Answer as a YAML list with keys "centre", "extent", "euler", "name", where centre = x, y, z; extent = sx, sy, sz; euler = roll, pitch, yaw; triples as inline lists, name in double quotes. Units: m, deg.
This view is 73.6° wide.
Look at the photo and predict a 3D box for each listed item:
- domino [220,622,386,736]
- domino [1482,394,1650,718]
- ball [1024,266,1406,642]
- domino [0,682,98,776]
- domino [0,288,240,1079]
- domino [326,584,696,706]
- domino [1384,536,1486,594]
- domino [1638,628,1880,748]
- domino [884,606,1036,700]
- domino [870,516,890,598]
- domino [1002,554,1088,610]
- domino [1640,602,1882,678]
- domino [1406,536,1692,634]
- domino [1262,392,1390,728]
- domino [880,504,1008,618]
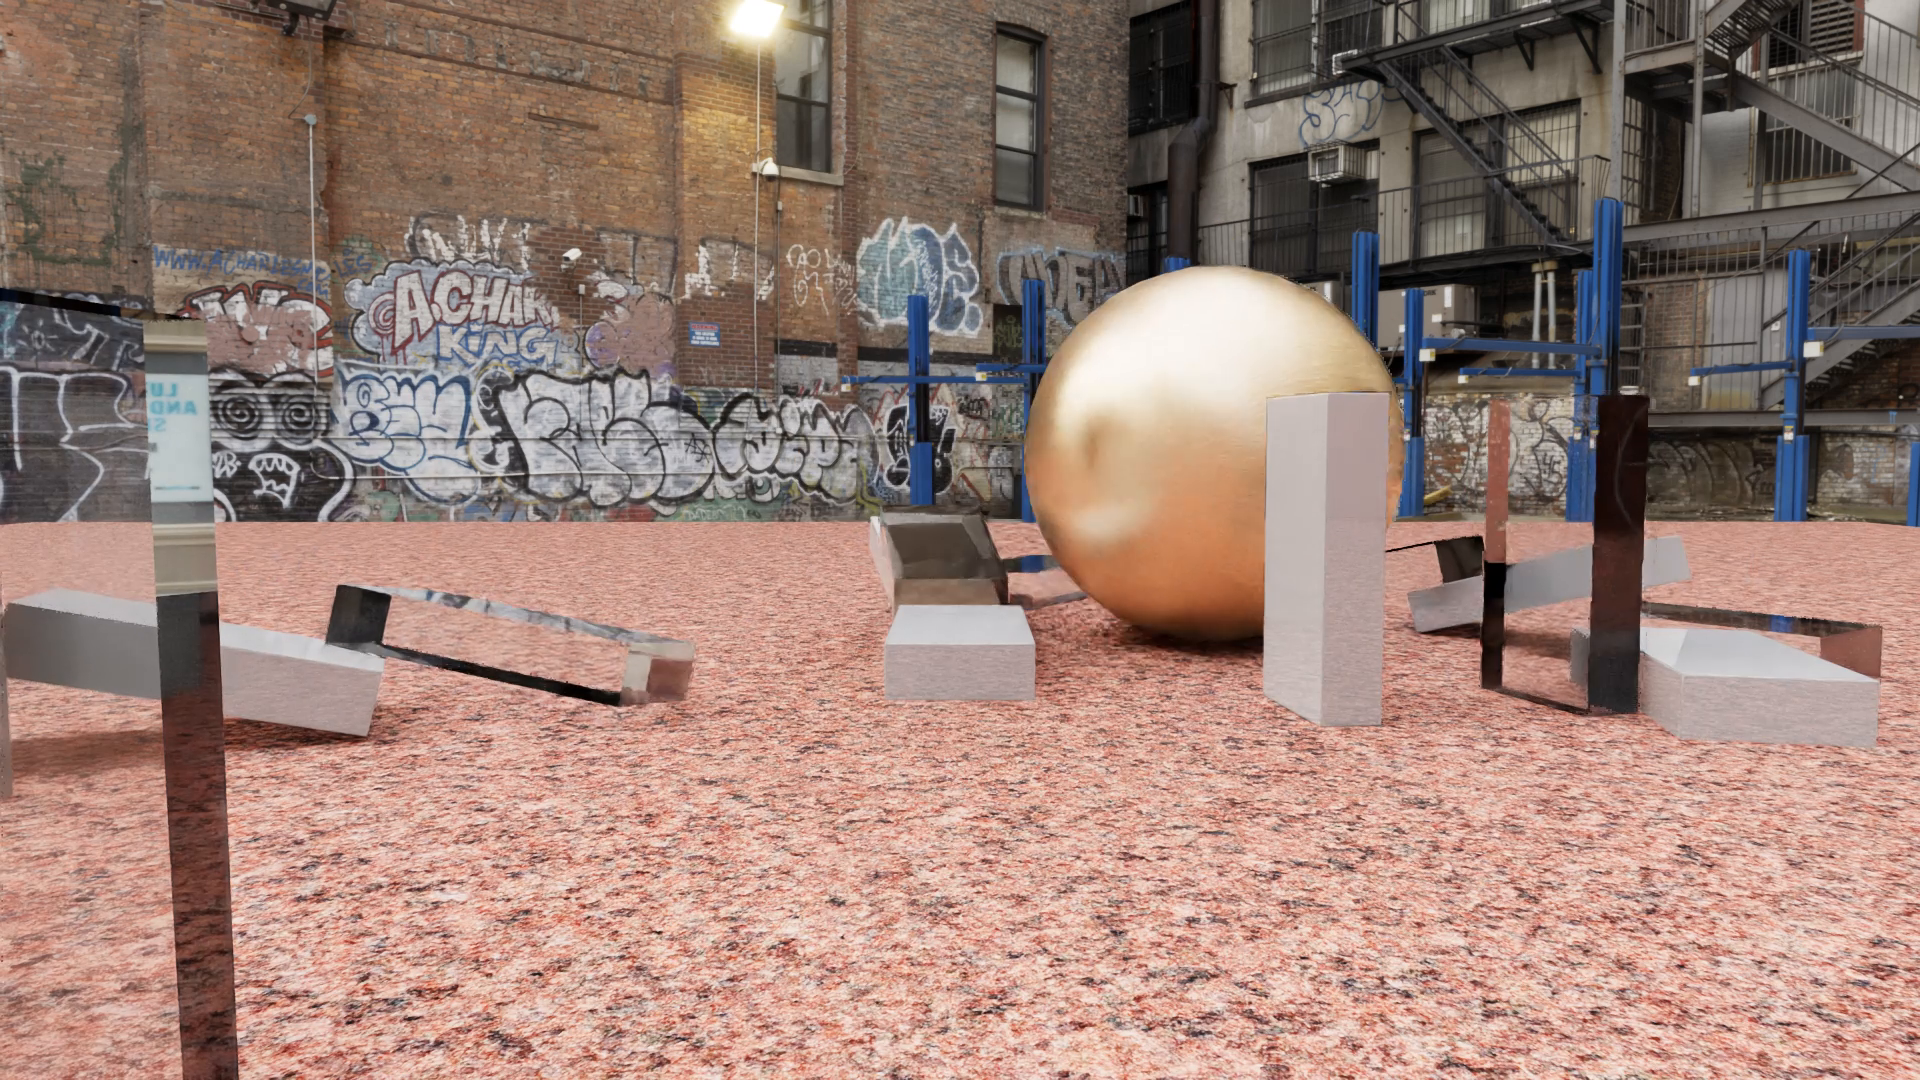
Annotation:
- centre: [-0.111, 0.018, 0.186]
  extent: [0.050, 0.009, 0.025]
  euler: [14, -3, -22]
  name: "domino"
- centre: [0.099, 0.002, 0.211]
  extent: [0.010, 0.050, 0.025]
  euler: [-1, 4, -16]
  name: "domino"
- centre: [0.054, -0.018, 0.276]
  extent: [0.080, 0.080, 0.080]
  euler: [0, 4, 0]
  name: "ball"
- centre: [-0.144, 0.025, 0.168]
  extent: [0.050, 0.009, 0.025]
  euler: [-2, 5, -29]
  name: "domino"
- centre: [-0.051, 0.012, 0.067]
  extent: [0.009, 0.050, 0.025]
  euler: [0, 4, 2]
  name: "domino"
- centre: [-0.071, 0.017, 0.207]
  extent: [0.050, 0.009, 0.025]
  euler: [10, -3, 12]
  name: "domino"
- centre: [0.097, 0.009, 0.308]
  extent: [0.025, 0.009, 0.050]
  euler: [-4, -8, -45]
  name: "domino"
- centre: [0.122, 0.022, 0.206]
  extent: [0.025, 0.010, 0.050]
  euler: [1, 4, 13]
  name: "domino"
- centre: [0.000, 0.020, 0.238]
  extent: [0.025, 0.010, 0.050]
  euler: [0, 4, 0]
  name: "domino"
- centre: [-0.007, 0.007, 0.325]
  extent: [0.025, 0.009, 0.050]
  euler: [-2, 21, -12]
  name: "domino"
- centre: [0.020, 0.011, 0.356]
  extent: [0.025, 0.009, 0.050]
  euler: [3, 5, 30]
  name: "domino"
- centre: [0.144, 0.019, 0.247]
  extent: [0.025, 0.009, 0.050]
  euler: [-3, 5, -34]
  name: "domino"
- centre: [0.127, 0.010, 0.279]
  extent: [0.025, 0.009, 0.050]
  euler: [-4, -11, -42]
  name: "domino"
- centre: [0.057, 0.002, 0.204]
  extent: [0.009, 0.050, 0.025]
  euler: [0, 4, -7]
  name: "domino"
- centre: [-0.005, 0.004, 0.304]
  extent: [0.025, 0.009, 0.050]
  euler: [0, 21, -7]
  name: "domino"
